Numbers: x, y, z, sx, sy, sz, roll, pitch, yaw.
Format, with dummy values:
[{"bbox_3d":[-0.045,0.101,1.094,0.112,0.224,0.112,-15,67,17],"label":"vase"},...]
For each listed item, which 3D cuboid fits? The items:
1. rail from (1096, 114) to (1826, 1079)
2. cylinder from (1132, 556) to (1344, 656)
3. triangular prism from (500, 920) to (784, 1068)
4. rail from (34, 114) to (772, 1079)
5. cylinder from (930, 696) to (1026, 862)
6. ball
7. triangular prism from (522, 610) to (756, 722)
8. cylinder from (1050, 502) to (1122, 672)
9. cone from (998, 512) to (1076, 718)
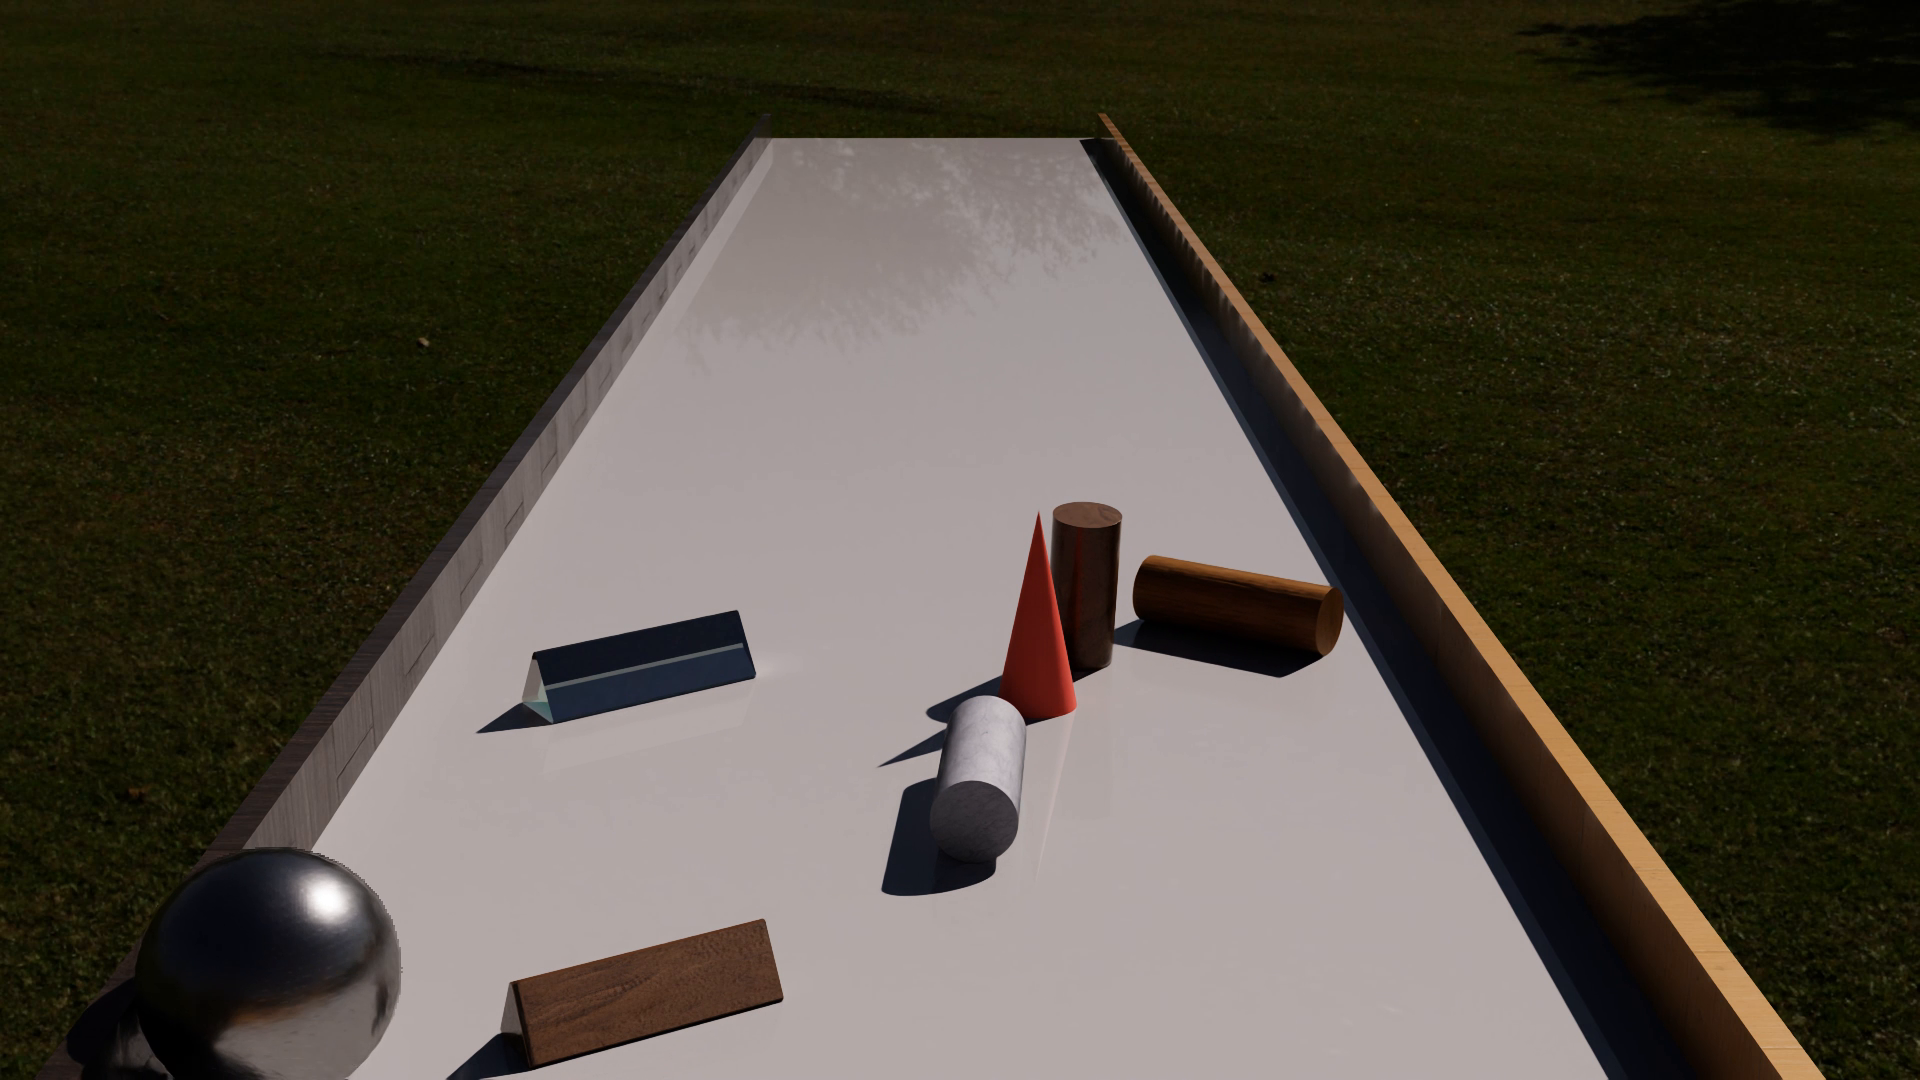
[{"bbox_3d":[0.932,-0.844,7.801,0.050,0.150,12.000,0,17,-1],"label":"rail"},{"bbox_3d":[0.572,0.132,4.538,0.414,0.139,0.139,10,20,31],"label":"cylinder"},{"bbox_3d":[-0.434,0.606,3.009,0.370,0.098,0.114,-10,19,-29],"label":"triangular prism"},{"bbox_3d":[-1.118,-0.838,7.780,0.050,0.150,12.000,0,17,-1],"label":"rail"},{"bbox_3d":[0.034,0.392,3.658,0.141,0.141,0.379,1,17,3],"label":"cylinder"},{"bbox_3d":[-0.877,0.555,2.793,0.323,0.323,0.323,0,17,0],"label":"ball"},{"bbox_3d":[-0.617,0.230,4.234,0.434,0.118,0.137,-11,20,-34],"label":"triangular prism"},{"bbox_3d":[0.243,0.092,4.354,0.137,0.307,0.137,2,23,-1],"label":"cylinder"},{"bbox_3d":[0.146,0.128,4.124,0.154,0.383,0.154,0,17,0],"label":"cone"}]
